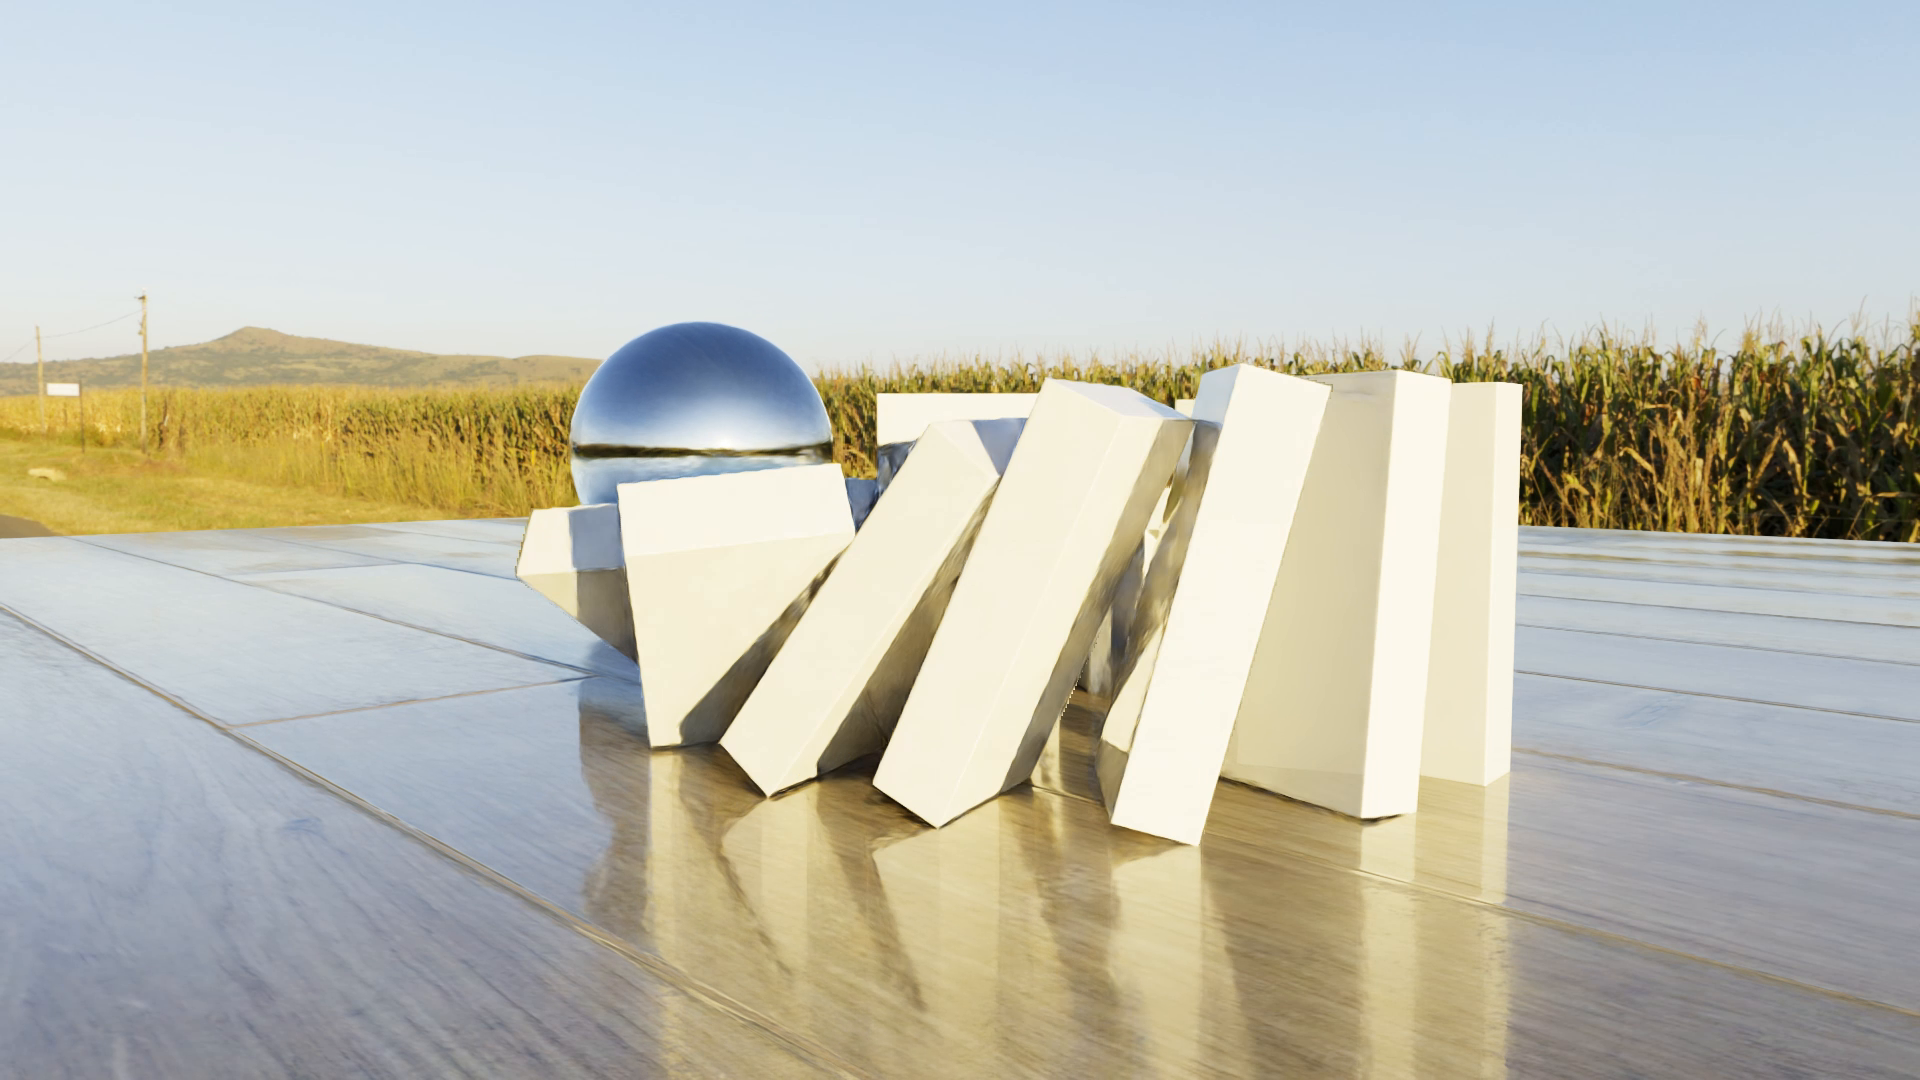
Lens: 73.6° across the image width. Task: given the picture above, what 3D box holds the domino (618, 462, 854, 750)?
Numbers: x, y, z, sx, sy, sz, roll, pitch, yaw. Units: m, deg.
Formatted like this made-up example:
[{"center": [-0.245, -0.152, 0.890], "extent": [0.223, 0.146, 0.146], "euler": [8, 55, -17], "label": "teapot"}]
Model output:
[{"center": [-0.028, 0.010, 0.163], "extent": [0.025, 0.010, 0.050], "euler": [-7, -32, -14], "label": "domino"}]

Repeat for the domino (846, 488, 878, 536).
[{"center": [-0.015, 0.007, 0.243], "extent": [0.025, 0.009, 0.050], "euler": [3, -27, 33], "label": "domino"}]

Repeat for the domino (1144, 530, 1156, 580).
[{"center": [0.034, 0.004, 0.309], "extent": [0.025, 0.009, 0.050], "euler": [3, -22, 31], "label": "domino"}]

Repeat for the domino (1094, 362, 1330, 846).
[{"center": [0.027, 0.006, 0.146], "extent": [0.009, 0.050, 0.025], "euler": [15, 5, 0], "label": "domino"}]

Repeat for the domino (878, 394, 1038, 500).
[{"center": [0.000, 0.002, 0.201], "extent": [0.025, 0.050, 0.009], "euler": [0, 4, 0], "label": "domino"}]

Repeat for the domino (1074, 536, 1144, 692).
[{"center": [0.025, 0.000, 0.231], "extent": [0.009, 0.050, 0.025], "euler": [-1, 4, -9], "label": "domino"}]

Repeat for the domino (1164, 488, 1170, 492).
[{"center": [0.057, 0.001, 0.345], "extent": [0.025, 0.009, 0.050], "euler": [4, -22, 16], "label": "domino"}]

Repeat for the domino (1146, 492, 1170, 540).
[{"center": [0.048, 0.002, 0.327], "extent": [0.025, 0.009, 0.050], "euler": [2, -22, 22], "label": "domino"}]

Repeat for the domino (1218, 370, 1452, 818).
[{"center": [0.044, 0.006, 0.155], "extent": [0.009, 0.050, 0.025], "euler": [3, 2, -34], "label": "domino"}]

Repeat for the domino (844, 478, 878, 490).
[{"center": [-0.005, 0.005, 0.256], "extent": [0.025, 0.009, 0.050], "euler": [2, -27, 34], "label": "domino"}]

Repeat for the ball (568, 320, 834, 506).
[{"center": [-0.079, -0.027, 0.396], "extent": [0.080, 0.080, 0.080], "euler": [0, 4, 0], "label": "ball"}]

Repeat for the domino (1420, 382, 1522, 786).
[{"center": [0.059, 0.005, 0.169], "extent": [0.025, 0.050, 0.010], "euler": [4, 6, 40], "label": "domino"}]

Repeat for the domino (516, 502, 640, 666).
[{"center": [-0.038, 0.011, 0.185], "extent": [0.025, 0.009, 0.050], "euler": [-4, -28, 17], "label": "domino"}]

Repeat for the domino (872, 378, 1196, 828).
[{"center": [0.009, 0.007, 0.148], "extent": [0.009, 0.050, 0.025], "euler": [29, 16, 22], "label": "domino"}]

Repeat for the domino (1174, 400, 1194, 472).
[{"center": [0.047, 0.000, 0.229], "extent": [0.010, 0.050, 0.025], "euler": [2, 5, 30], "label": "domino"}]

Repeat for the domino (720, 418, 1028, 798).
[{"center": [-0.007, 0.008, 0.157], "extent": [0.010, 0.050, 0.025], "euler": [43, 24, 19], "label": "domino"}]
